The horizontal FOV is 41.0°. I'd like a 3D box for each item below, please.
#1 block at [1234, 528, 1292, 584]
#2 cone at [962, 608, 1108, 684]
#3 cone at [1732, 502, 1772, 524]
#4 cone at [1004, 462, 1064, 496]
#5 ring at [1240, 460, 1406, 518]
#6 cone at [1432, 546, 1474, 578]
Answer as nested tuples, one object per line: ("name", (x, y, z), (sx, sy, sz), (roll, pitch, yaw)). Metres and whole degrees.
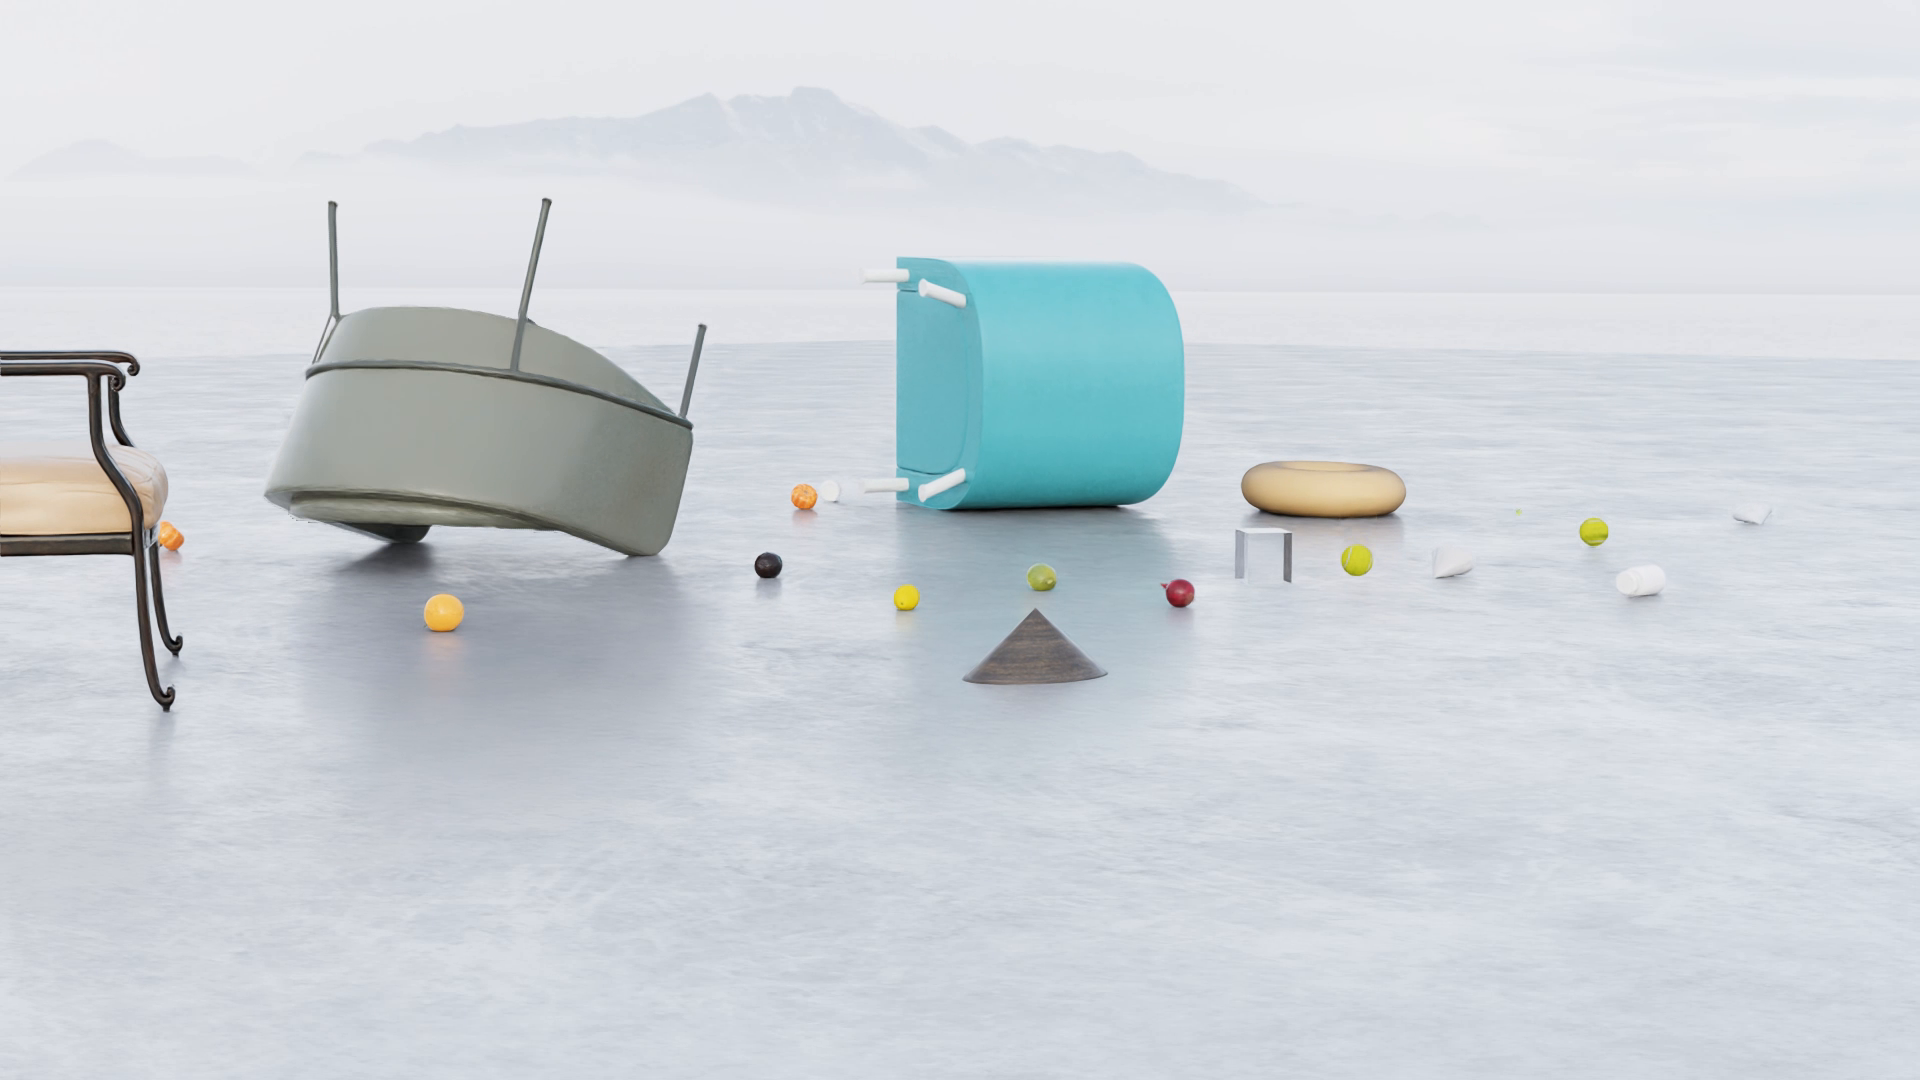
("block", (0.655, 0.035, 5.540), (0.097, 0.110, 0.101), (-1, 6, -9))
("cone", (0.124, 0.168, 4.226), (0.258, 0.114, 0.164), (-3, 6, -25))
("cone", (2.122, -0.057, 6.836), (0.107, 0.058, 0.065), (-8, 31, 0))
("cone", (0.211, -0.160, 7.718), (0.181, 0.098, 0.112), (-15, -39, 12))
("ring", (1.015, -0.143, 7.180), (0.443, 0.129, 0.514), (-1, 7, -20))
("cone", (1.059, 0.064, 5.627), (0.107, 0.072, 0.087), (2, 29, 42))
